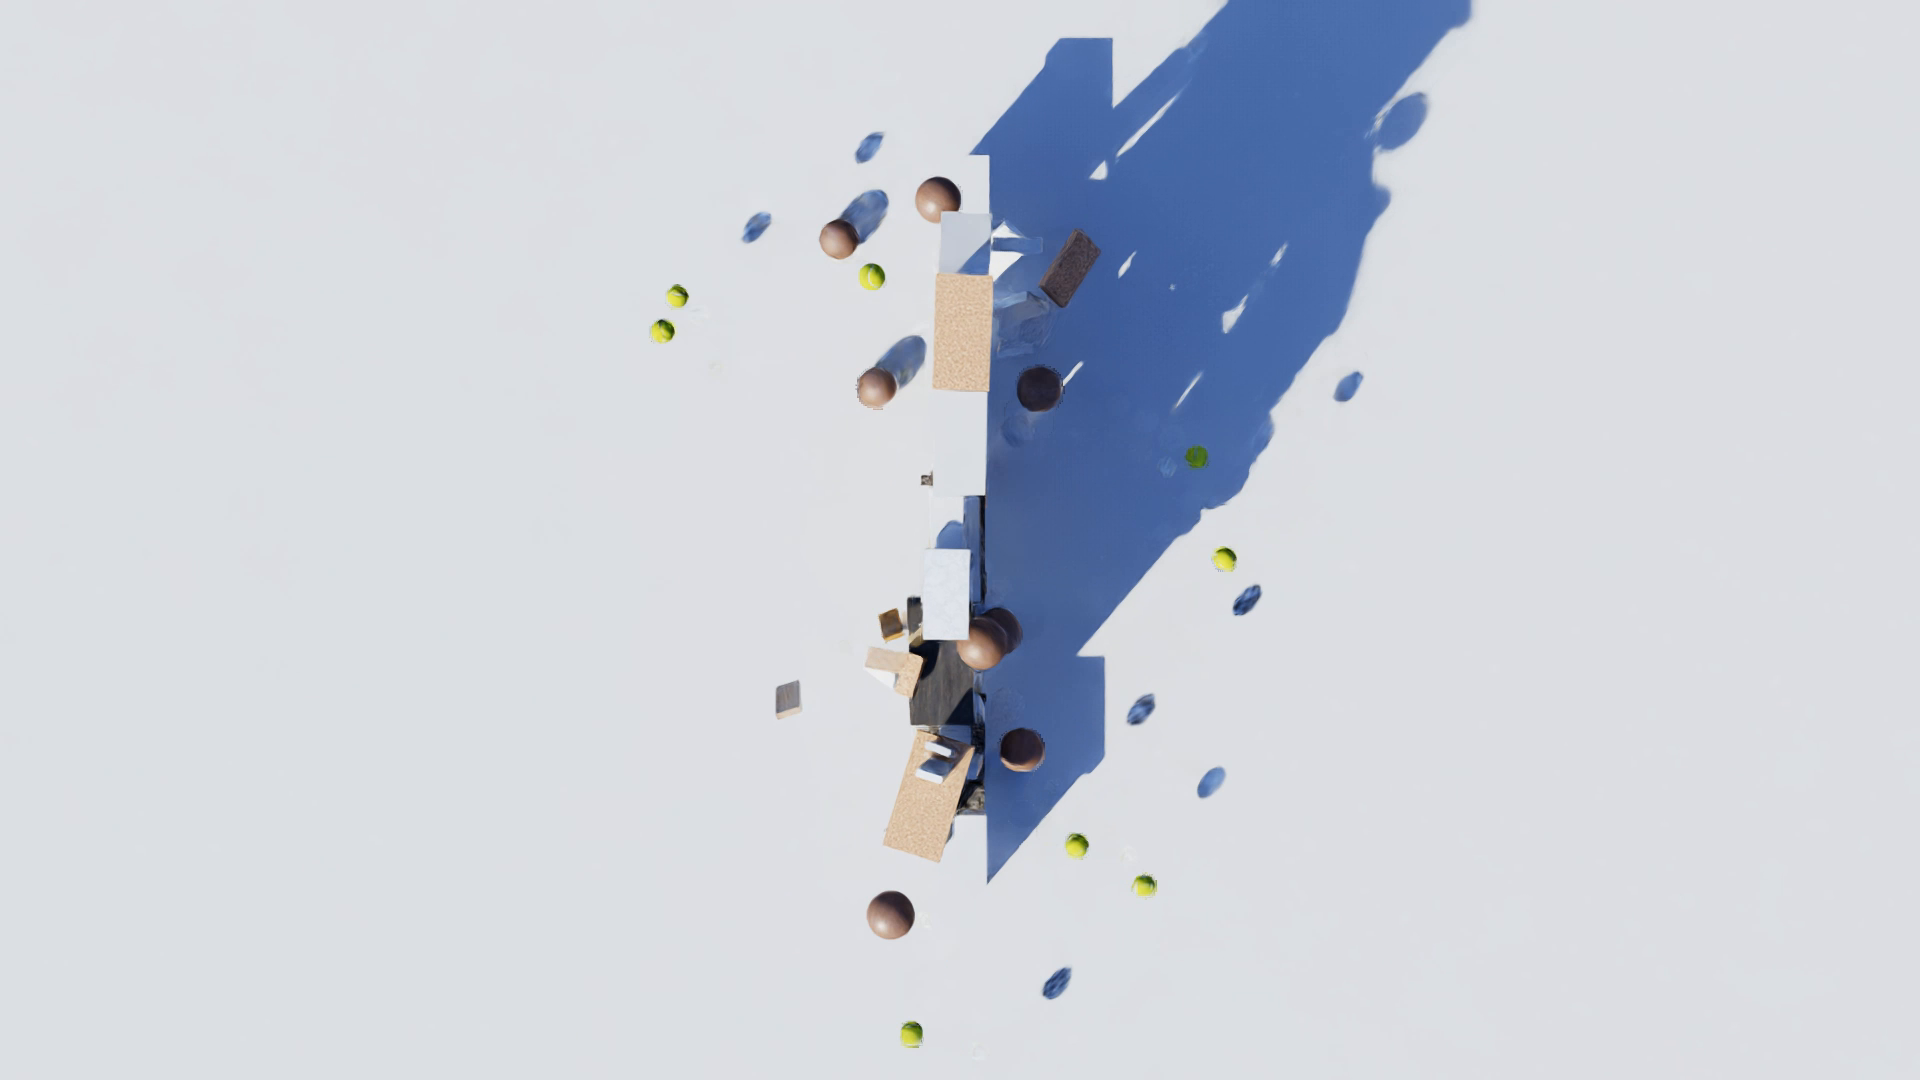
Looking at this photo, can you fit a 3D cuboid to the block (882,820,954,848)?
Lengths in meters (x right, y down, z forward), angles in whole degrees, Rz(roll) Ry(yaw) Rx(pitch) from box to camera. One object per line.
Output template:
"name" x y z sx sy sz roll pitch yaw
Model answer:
"block" -0.109 0.790 4.436 0.154 0.309 0.044 0 86 6

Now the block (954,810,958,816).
"block" -0.045 0.805 5.058 0.091 0.879 0.026 1 90 5

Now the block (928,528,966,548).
"block" -0.030 -0.002 4.057 0.081 0.161 0.023 0 100 3

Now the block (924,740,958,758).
"block" -0.048 0.530 4.171 0.067 0.134 0.019 20 84 9

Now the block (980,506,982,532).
"block" -0.018 -0.066 4.331 0.148 0.296 0.042 0 82 2

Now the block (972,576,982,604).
"block" -0.017 0.131 4.331 0.148 0.296 0.042 2 82 2

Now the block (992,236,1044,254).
"block" 0.166 -0.845 4.715 0.136 0.365 0.039 5 101 3

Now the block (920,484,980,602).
"block" -0.024 0.009 4.161 0.148 0.042 0.296 0 90 2

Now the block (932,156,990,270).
"block" 0.004 -1.016 5.126 0.175 0.049 0.349 0 90 0

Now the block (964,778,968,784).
"block" -0.047 0.686 4.701 0.091 0.182 0.026 7 93 20

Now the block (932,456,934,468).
"block" -0.003 -0.355 5.146 0.165 0.047 0.330 0 90 0

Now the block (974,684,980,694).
"block" -0.004 0.498 5.202 0.139 0.039 0.278 0 90 0

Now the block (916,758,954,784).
"block" -0.063 0.581 4.161 0.067 0.152 0.019 17 97 9

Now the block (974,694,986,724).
"block" -0.021 0.455 4.433 0.164 0.329 0.047 0 79 4

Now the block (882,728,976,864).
"block" -0.080 0.660 4.259 0.154 0.044 0.309 17 88 4

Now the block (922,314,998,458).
"block" 0.001 -0.391 4.204 0.178 0.050 0.356 2 90 0

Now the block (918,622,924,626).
"block" -0.080 0.211 4.168 0.050 0.101 0.014 6 87 0

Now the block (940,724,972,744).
"block" -0.012 0.561 4.609 0.089 0.025 0.177 1 90 4

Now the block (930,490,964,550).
"block" -0.031 -0.041 3.964 0.081 0.023 0.161 0 90 3

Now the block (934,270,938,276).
"block" 0.004 -0.900 5.325 0.175 0.349 0.049 0 90 0

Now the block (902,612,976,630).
"block" -0.053 0.218 4.473 0.164 0.413 0.047 -3 86 4

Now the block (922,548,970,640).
"block" -0.032 0.129 3.905 0.107 0.030 0.214 1 87 1

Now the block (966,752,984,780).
"block" -0.021 0.593 4.438 0.154 0.314 0.044 13 88 4

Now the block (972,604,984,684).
"block" -0.006 0.311 4.903 0.123 0.035 0.247 -7 87 4

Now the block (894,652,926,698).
"block" -0.126 0.344 4.189 0.054 0.015 0.108 16 88 28

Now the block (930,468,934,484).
"block" -0.010 -0.157 4.148 0.124 0.436 0.035 -1 91 -2

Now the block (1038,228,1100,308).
"block" 0.329 -0.816 4.949 0.107 0.030 0.214 41 76 -35

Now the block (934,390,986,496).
"block" 0.000 -0.230 3.912 0.124 0.035 0.247 1 91 -2

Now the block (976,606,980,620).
"block" -0.007 0.233 5.047 0.123 0.247 0.035 -7 89 3

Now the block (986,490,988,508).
"block" -0.011 -0.118 4.706 0.175 0.351 0.050 0 90 2

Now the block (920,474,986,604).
"block" -0.018 -0.001 4.505 0.175 0.050 0.351 0 90 2

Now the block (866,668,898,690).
"block" -0.202 0.339 4.279 0.108 0.015 0.054 32 128 35

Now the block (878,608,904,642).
"block" -0.174 0.216 4.179 0.050 0.101 0.014 -21 126 3

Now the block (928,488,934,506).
"block" -0.031 -0.110 4.057 0.081 0.161 0.023 -1 100 4

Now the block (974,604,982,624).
"block" -0.001 0.119 5.194 0.143 0.040 0.285 0 90 0

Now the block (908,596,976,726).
"block" -0.048 0.309 4.242 0.164 0.047 0.328 -1 90 4

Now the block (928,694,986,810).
"block" -0.010 0.617 4.825 0.167 0.047 0.333 1 90 0

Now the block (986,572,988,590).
"block" -0.010 0.117 4.738 0.175 0.416 0.050 1 90 2

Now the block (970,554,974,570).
"block" -0.023 0.054 4.032 0.107 0.214 0.030 0 91 2

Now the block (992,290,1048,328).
"block" 0.150 -0.695 4.999 0.214 0.107 0.030 -12 67 37

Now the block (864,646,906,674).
"block" -0.185 0.309 4.223 0.108 0.015 0.054 10 90 7

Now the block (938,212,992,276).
"block" 0.012 -0.750 4.450 0.136 0.039 0.273 3 74 0

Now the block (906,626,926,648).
"block" -0.103 0.246 4.170 0.050 0.101 0.014 -42 76 -1

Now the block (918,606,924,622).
"block" -0.044 0.183 4.066 0.107 0.295 0.030 0 89 1

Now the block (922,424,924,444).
"block" -0.006 -0.276 4.408 0.178 0.356 0.050 0 90 0

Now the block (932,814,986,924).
"block" -0.001 1.023 5.141 0.168 0.048 0.336 0 90 0

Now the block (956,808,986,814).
"block" -0.001 0.911 5.332 0.168 0.336 0.048 0 90 0

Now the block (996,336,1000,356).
"block" 0.011 -0.519 4.472 0.178 0.484 0.050 19 89 0

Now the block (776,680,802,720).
"block" -0.459 0.426 4.415 0.067 0.134 0.019 -18 118 3

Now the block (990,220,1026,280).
"block" 0.105 -0.865 5.012 0.107 0.030 0.214 38 125 -20

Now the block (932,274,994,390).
"block" 0.006 -0.489 3.887 0.134 0.038 0.268 2 93 0
